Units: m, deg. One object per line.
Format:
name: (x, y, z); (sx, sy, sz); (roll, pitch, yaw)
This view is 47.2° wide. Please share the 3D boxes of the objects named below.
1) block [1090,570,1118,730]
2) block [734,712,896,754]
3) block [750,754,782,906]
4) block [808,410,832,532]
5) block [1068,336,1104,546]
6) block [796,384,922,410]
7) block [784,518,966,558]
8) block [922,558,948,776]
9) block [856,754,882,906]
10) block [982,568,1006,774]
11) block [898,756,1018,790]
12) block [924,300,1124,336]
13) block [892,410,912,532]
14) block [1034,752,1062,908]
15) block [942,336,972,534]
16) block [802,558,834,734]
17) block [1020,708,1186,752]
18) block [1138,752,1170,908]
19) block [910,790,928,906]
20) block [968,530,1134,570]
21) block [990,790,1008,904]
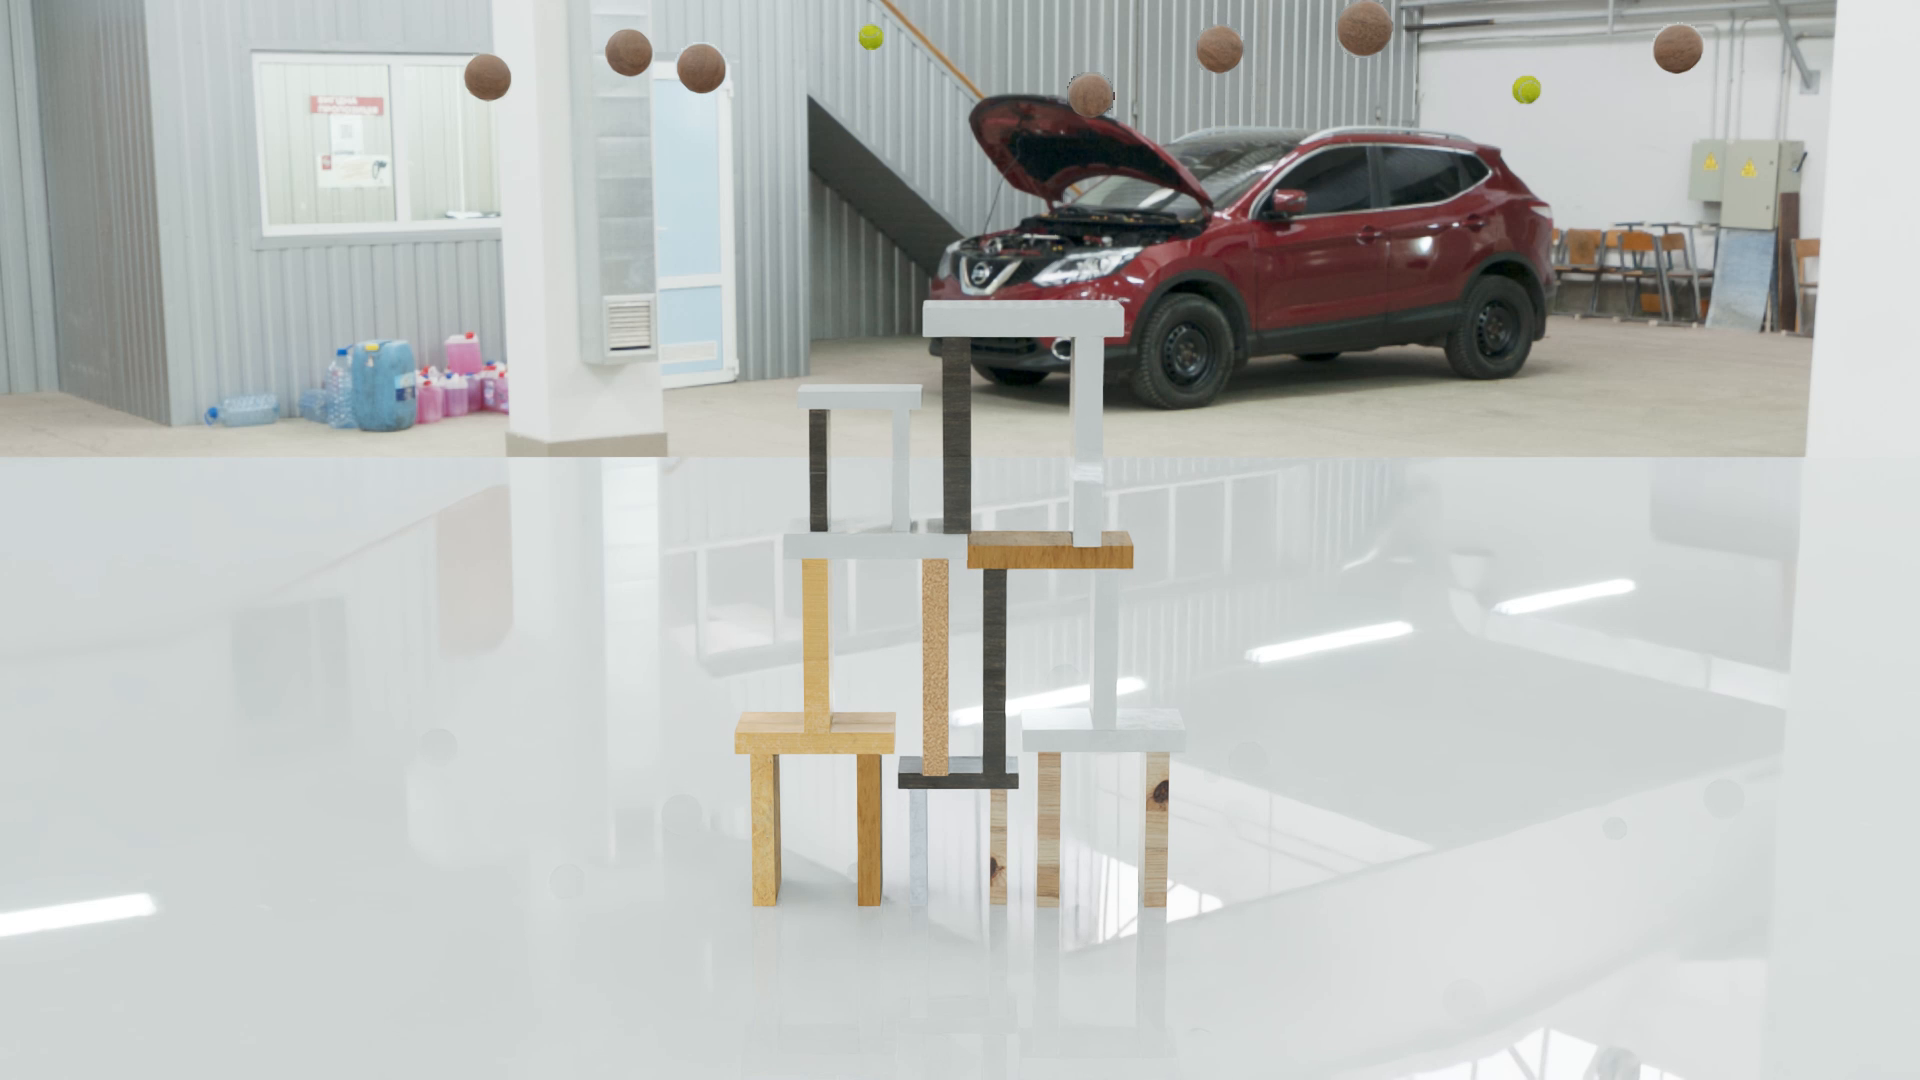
block: (0.235, 0.164, 3.588); (0.037, 0.265, 0.132); (0, 11, 1)
block: (-0.235, 0.317, 3.622); (0.258, 0.037, 0.129); (0, 11, 0)
block: (-0.322, 0.462, 3.649); (0.037, 0.258, 0.129); (0, 11, 0)
block: (-0.224, -0.119, 3.532); (0.028, 0.196, 0.098); (0, 11, 0)
block: (0.202, -0.167, 3.530); (0.044, 0.333, 0.156); (0, 11, 0)
block: (-0.158, -0.229, 3.511); (0.196, 0.028, 0.098); (0, 11, 0)
block: (-0.136, -0.004, 3.561); (0.288, 0.041, 0.144); (0, 11, 0)
block: (-0.040, 0.193, 3.596); (0.041, 0.358, 0.144); (0, 11, 0)
block: (-0.149, 0.462, 3.649); (0.037, 0.258, 0.129); (0, 11, 0)
block: (0.056, 0.200, 3.601); (0.037, 0.341, 0.132); (0, 11, 0)
block: (-0.002, 0.383, 3.627); (0.197, 0.028, 0.099); (0, 11, 0)
block: (0.098, -0.352, 3.495); (0.312, 0.044, 0.156); (0, 11, 0)
block: (-0.094, -0.119, 3.531); (0.028, 0.196, 0.098); (0, 11, 0)
block: (0.145, 0.460, 3.646); (0.037, 0.264, 0.132); (0, 11, 0)
block: (-0.006, -0.177, 3.527); (0.044, 0.312, 0.156); (0, 11, 0)
block: (-0.231, 0.158, 3.593); (0.041, 0.288, 0.144); (0, 11, 0)
block: (0.233, 0.312, 3.618); (0.264, 0.037, 0.132); (0, 11, 0)
block: (0.321, 0.460, 3.646); (0.037, 0.264, 0.132); (0, 11, 0)
block: (-0.069, 0.494, 3.645); (0.028, 0.197, 0.099); (0, 11, 0)
block: (0.144, 0.016, 3.561); (0.265, 0.037, 0.132); (0, 11, 0)
block: (0.063, 0.494, 3.647); (0.028, 0.197, 0.099); (0, 11, 0)
